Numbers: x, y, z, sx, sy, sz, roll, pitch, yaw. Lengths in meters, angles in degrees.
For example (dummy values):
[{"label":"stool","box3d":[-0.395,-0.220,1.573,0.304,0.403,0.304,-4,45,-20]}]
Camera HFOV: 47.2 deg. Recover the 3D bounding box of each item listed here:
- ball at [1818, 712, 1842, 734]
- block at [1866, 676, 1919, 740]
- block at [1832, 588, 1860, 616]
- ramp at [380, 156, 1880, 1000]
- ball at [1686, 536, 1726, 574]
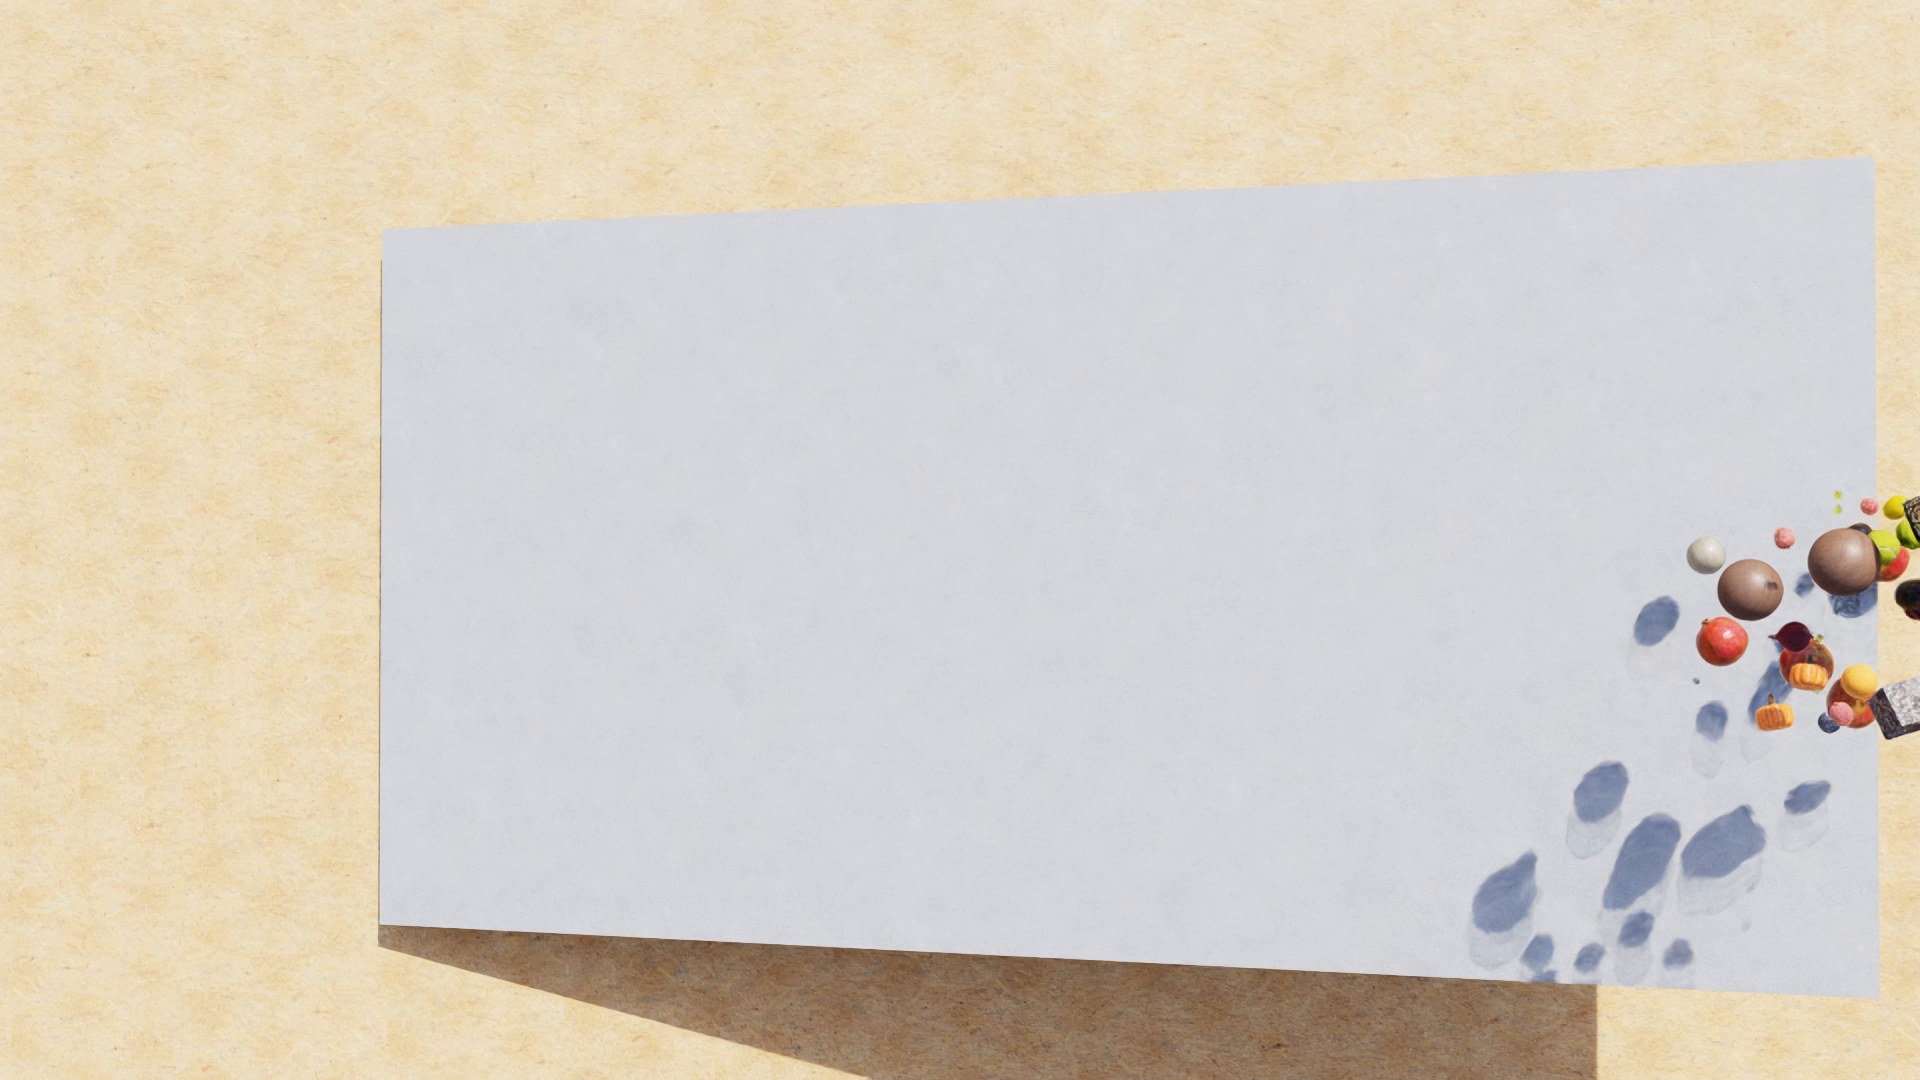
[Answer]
[{"label":"ball","box3d":[1.977,0.415,5.000,0.050,0.050,0.050,0,89,0]},{"label":"block","box3d":[1.777,0.316,4.138,0.082,0.082,0.082,-15,67,-5]},{"label":"block","box3d":[2.034,0.142,5.048,0.054,0.054,0.054,-5,92,20]},{"label":"ramp","box3d":[0.269,0.096,5.822,4.000,0.100,2.000,0,89,16]},{"label":"ball","box3d":[1.755,0.037,5.172,0.090,0.090,0.090,0,89,0]}]
